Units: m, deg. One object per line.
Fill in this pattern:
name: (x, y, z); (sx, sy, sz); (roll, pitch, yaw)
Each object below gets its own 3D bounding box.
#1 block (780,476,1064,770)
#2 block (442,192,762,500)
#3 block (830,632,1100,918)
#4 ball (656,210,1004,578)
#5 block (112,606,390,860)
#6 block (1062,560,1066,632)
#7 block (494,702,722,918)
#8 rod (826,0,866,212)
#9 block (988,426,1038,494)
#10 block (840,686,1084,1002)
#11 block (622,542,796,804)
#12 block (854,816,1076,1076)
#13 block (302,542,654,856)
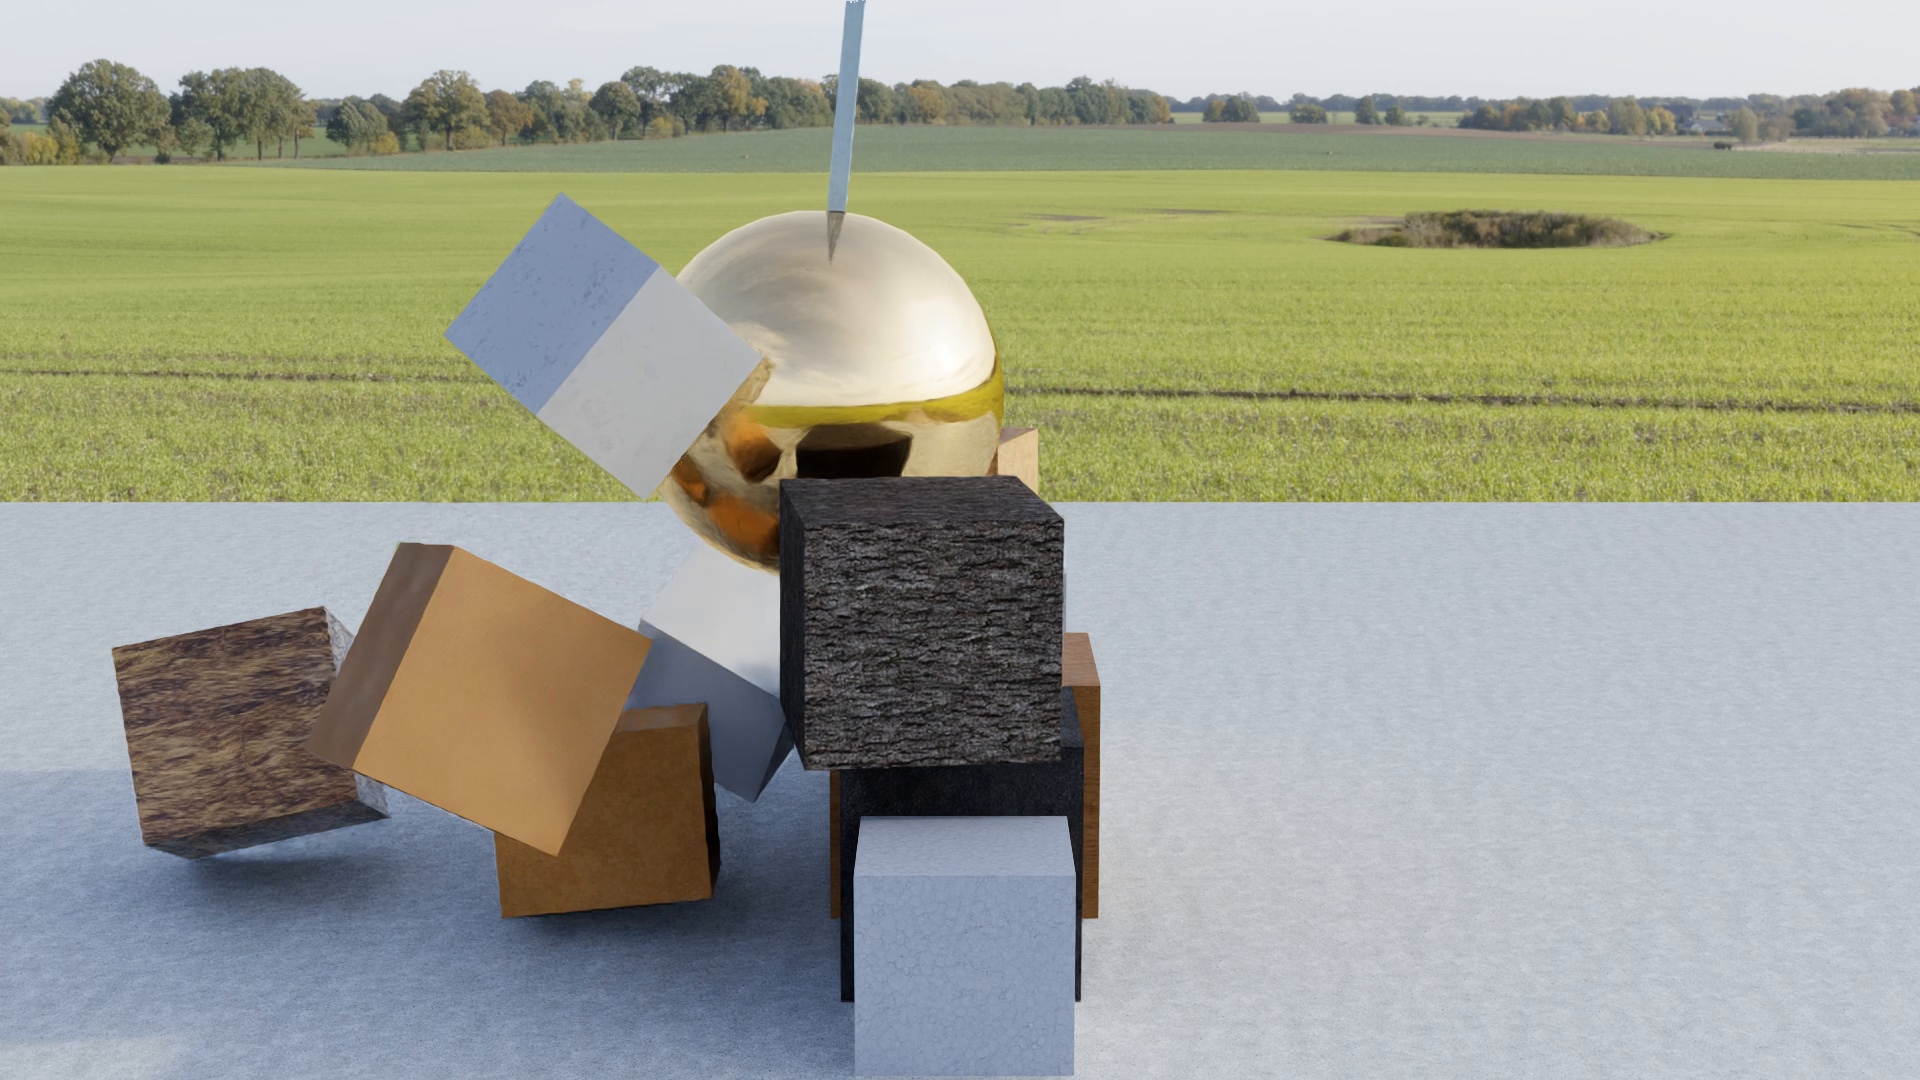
block: (-0.171, 0.289, 9.779); (0.945, 0.908, 0.987); (-1, 11, -9)
block: (-1.412, -0.767, 10.154); (0.772, 0.735, 0.692); (37, -3, 42)
block: (0.018, 1.007, 11.215); (1.126, 1.007, 1.033); (0, 10, 0)
ball: (-0.608, -0.620, 11.068); (1.600, 1.600, 1.600); (0, 10, 0)
block: (-3.102, 0.863, 11.297); (0.900, 0.849, 0.896); (-11, -10, -6)
block: (0.008, 0.592, 13.167); (1.029, 1.124, 1.066); (0, 10, 0)
block: (-1.492, 1.129, 10.882); (0.857, 0.716, 0.829); (-5, 3, -2)
rod: (-0.263, -3.948, 10.463); (0.080, 5.200, 0.080); (6, 10, -1)
block: (-0.065, -0.223, 12.778); (0.739, 0.619, 0.676); (3, 11, 18)
block: (0.003, 1.186, 10.215); (0.920, 1.007, 0.968); (0, 10, 0)
block: (-1.018, 0.524, 12.171); (0.794, 0.824, 0.904); (30, 48, 6)
block: (0.015, 1.472, 9.399); (0.777, 0.740, 0.731); (0, 10, 0)
block: (-1.795, 0.576, 9.515); (0.817, 0.857, 0.791); (28, -11, -24)
